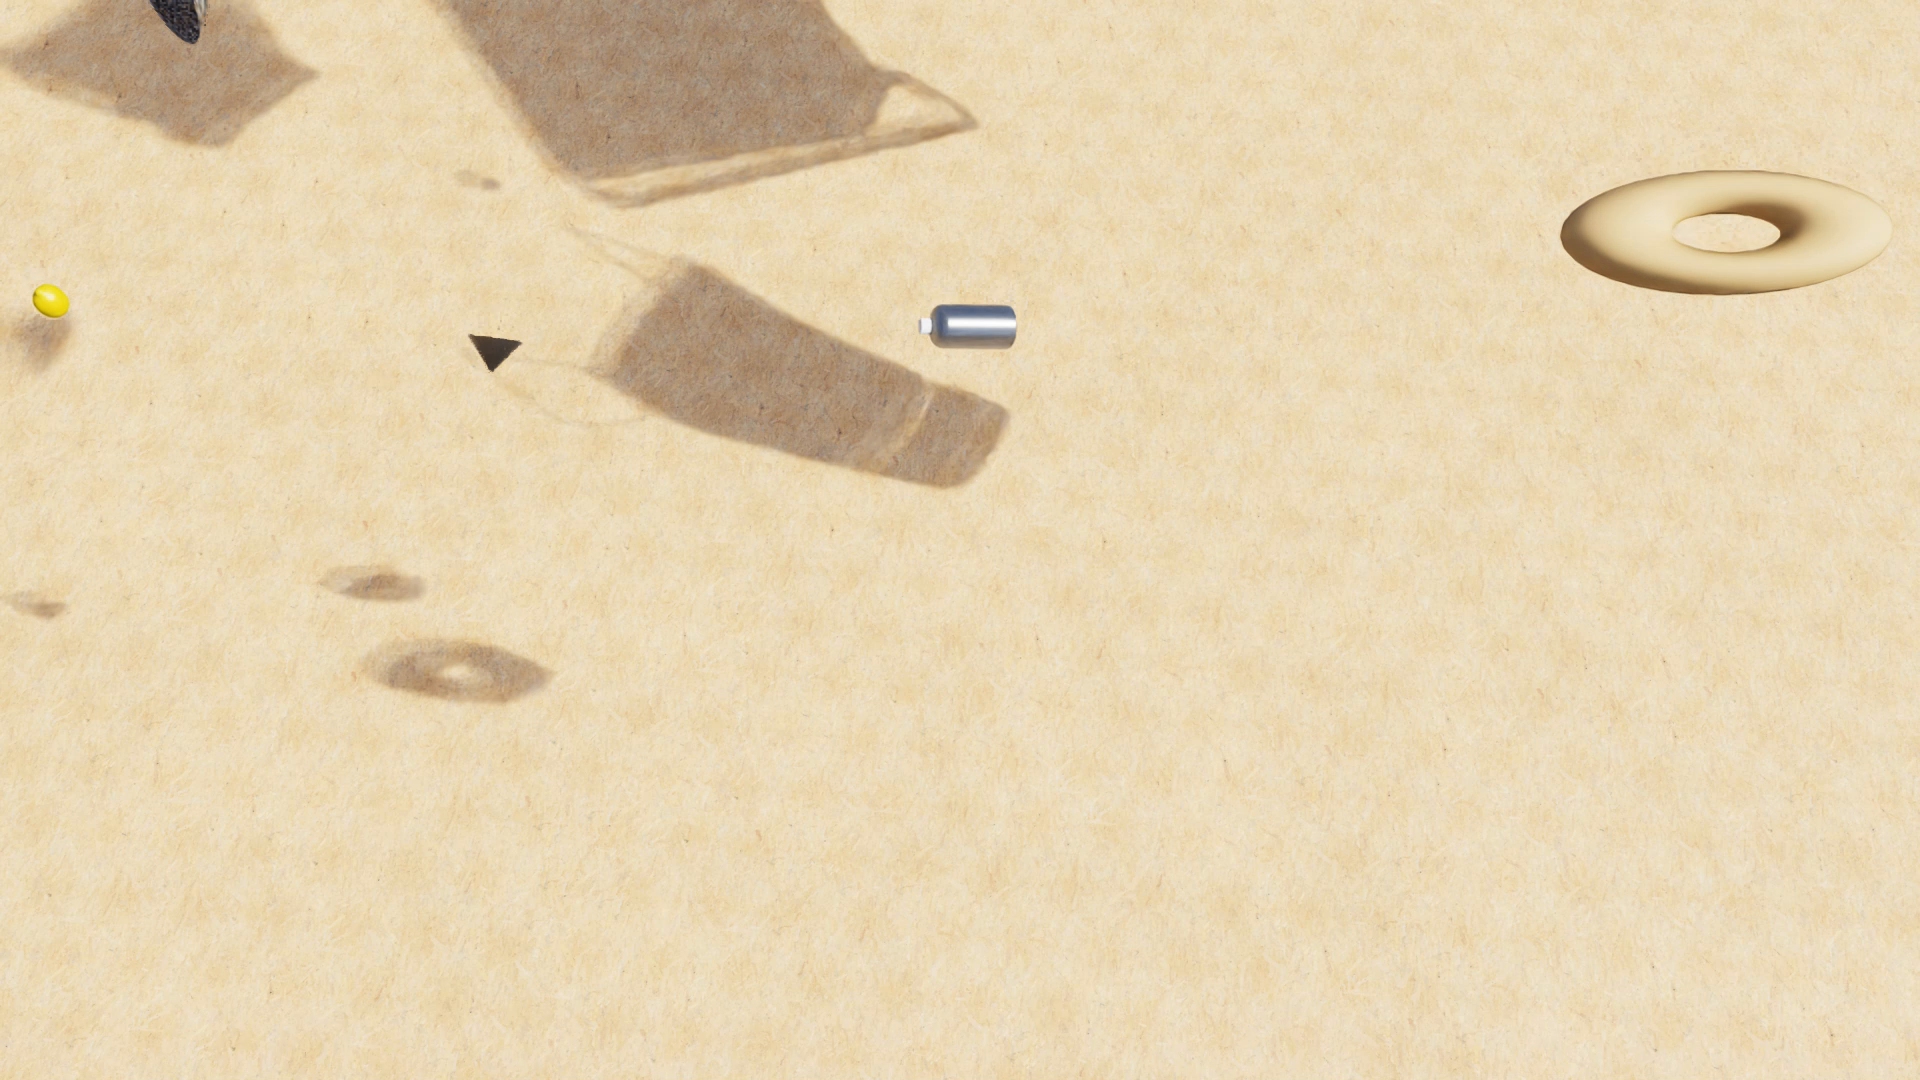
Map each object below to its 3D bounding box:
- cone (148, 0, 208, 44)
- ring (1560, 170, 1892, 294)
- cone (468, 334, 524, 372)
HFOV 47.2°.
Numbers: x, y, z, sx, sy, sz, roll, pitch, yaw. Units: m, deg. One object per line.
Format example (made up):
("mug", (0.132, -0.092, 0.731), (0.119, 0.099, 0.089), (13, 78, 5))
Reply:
("cone", (-0.999, -0.751, 2.854), (0.094, 0.181, 0.188), (-35, 97, -28))
("ring", (1.130, -0.453, 3.244), (0.483, 0.108, 0.184), (0, 85, 2))
("cone", (-0.915, -0.361, 4.310), (0.107, 0.119, 0.067), (7, 91, -38))
